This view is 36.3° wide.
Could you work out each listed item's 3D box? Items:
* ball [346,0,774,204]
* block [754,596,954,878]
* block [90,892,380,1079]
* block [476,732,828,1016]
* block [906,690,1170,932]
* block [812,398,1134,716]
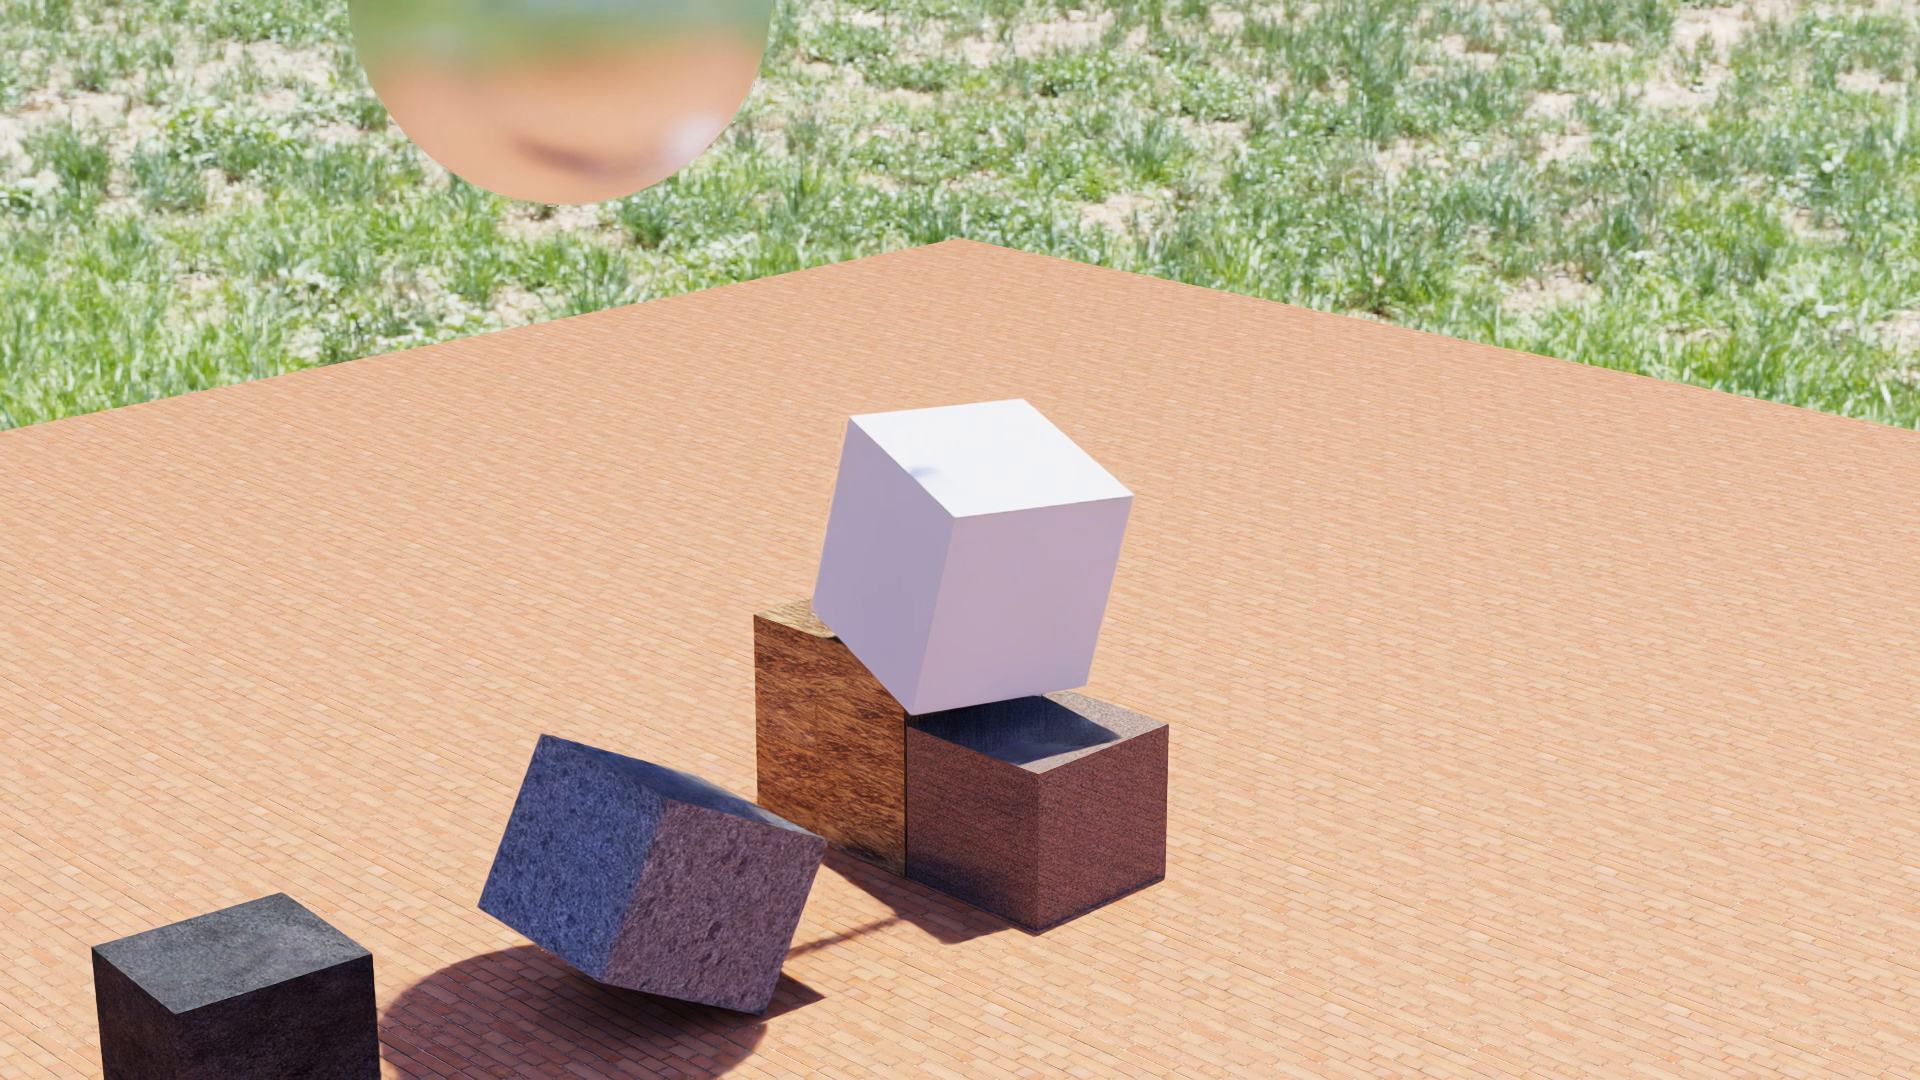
[{"bbox_3d":[-1.509,-2.074,11.108,1.600,1.600,1.600,0,17,0],"label":"ball"},{"bbox_3d":[-0.286,0.850,13.923,1.016,1.030,0.926,17,24,42],"label":"block"},{"bbox_3d":[-2.730,1.890,11.098,0.789,0.740,0.723,-14,22,-37],"label":"block"},{"bbox_3d":[-1.274,1.382,12.138,0.882,0.771,0.927,21,-1,-43],"label":"block"},{"bbox_3d":[0.352,1.188,13.323,0.854,0.745,0.819,-17,24,-42],"label":"block"},{"bbox_3d":[0.040,0.058,13.100,0.934,0.998,0.910,-7,34,-33],"label":"block"}]
